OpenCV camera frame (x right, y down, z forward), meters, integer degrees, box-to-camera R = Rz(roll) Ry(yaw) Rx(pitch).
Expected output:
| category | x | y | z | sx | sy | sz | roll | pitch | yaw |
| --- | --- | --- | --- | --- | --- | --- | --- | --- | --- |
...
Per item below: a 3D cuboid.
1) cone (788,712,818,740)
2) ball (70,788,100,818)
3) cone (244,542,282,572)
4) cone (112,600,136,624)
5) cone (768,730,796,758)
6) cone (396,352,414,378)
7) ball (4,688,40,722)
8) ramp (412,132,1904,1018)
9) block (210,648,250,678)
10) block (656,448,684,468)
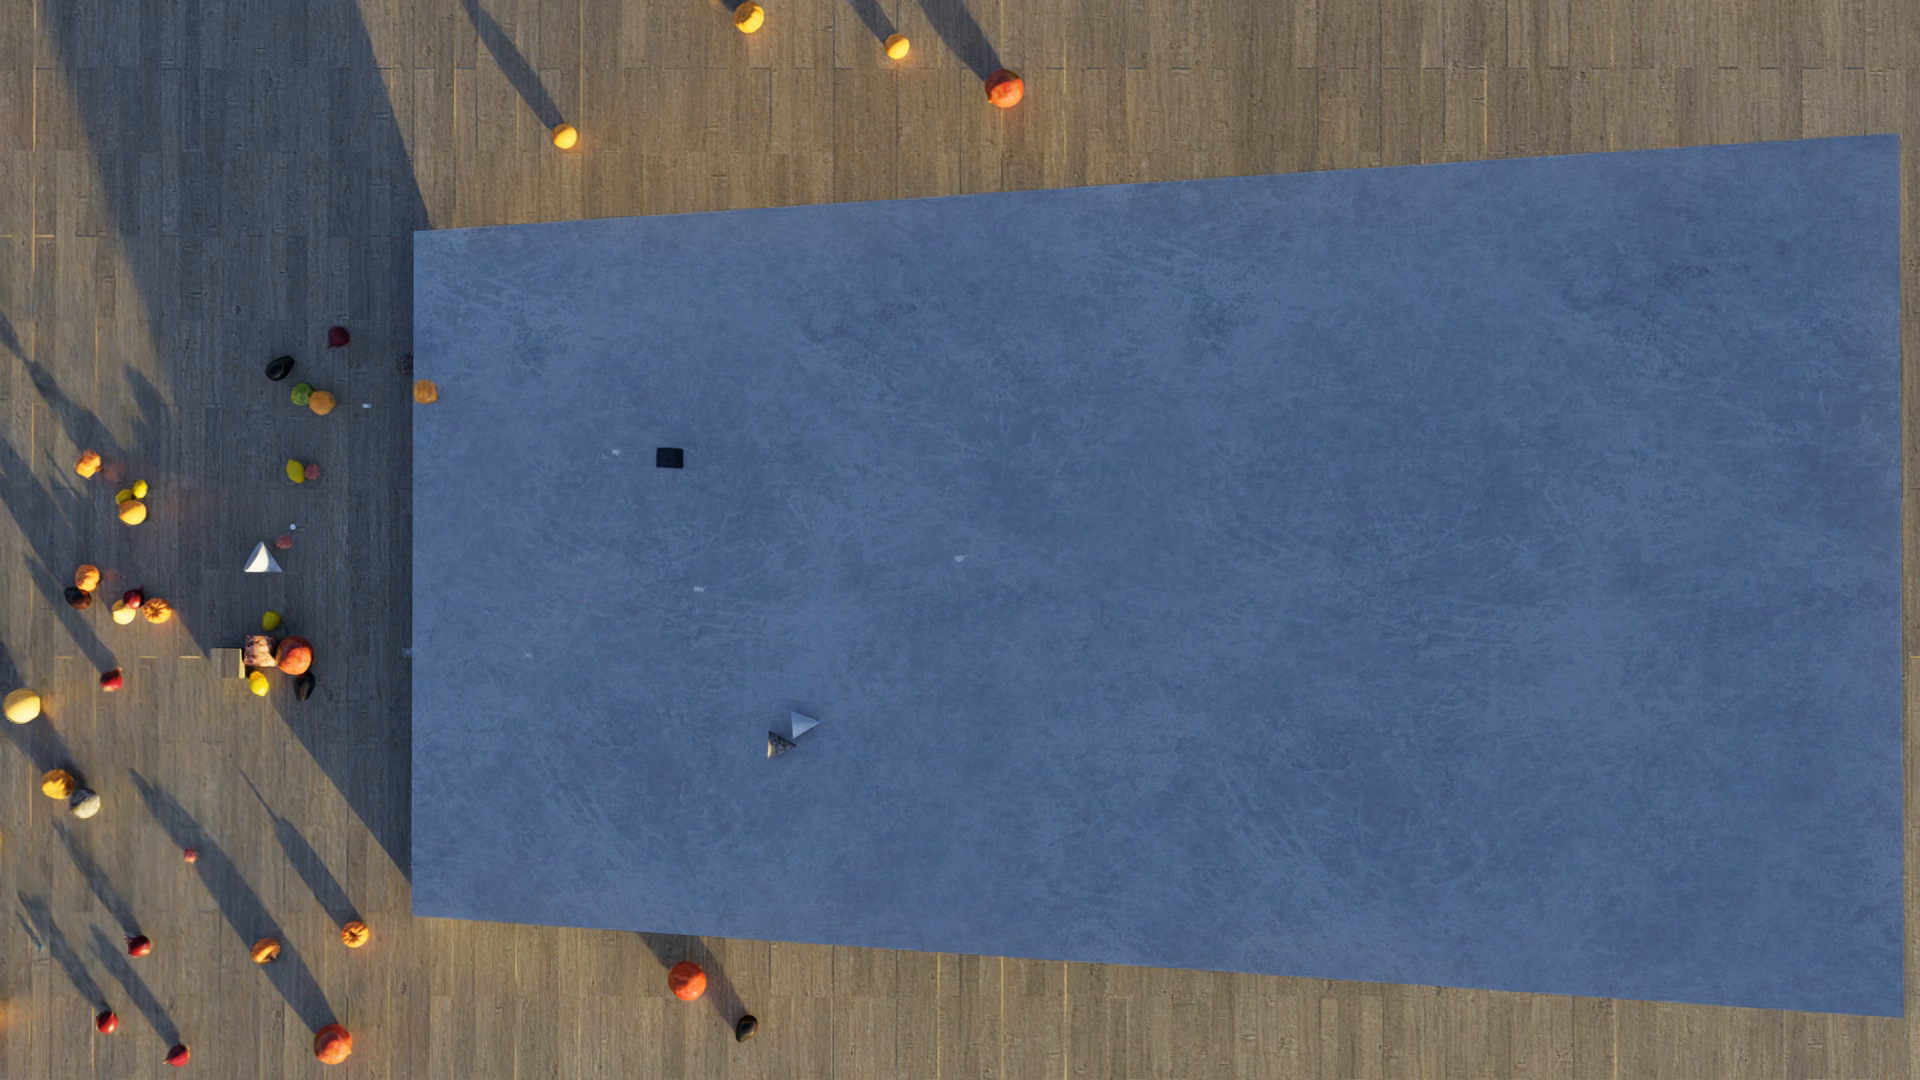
| category | x | y | z | sx | sy | sz | roll | pitch | yaw |
| --- | --- | --- | --- | --- | --- | --- | --- | --- | --- |
| cone | -0.415 | 0.495 | 5.937 | 0.078 | 0.078 | 0.078 | -11 | 89 | -15 |
| ball | -2.573 | 0.773 | 6.465 | 0.085 | 0.085 | 0.085 | 0 | 89 | 0 |
| cone | -2.042 | 0.073 | 6.495 | 0.100 | 0.100 | 0.100 | 33 | 89 | -26 |
| cone | -2.480 | 0.212 | 6.479 | 0.072 | 0.072 | 0.072 | 0 | 89 | 0 |
| cone | -0.480 | 0.557 | 5.962 | 0.079 | 0.079 | 0.079 | 3 | 89 | -5 |
| cone | -1.638 | -0.520 | 6.487 | 0.074 | 0.074 | 0.074 | 0 | 89 | 0 |
| ball | -2.756 | 0.486 | 6.462 | 0.098 | 0.098 | 0.098 | 0 | 89 | 0 |
| ramp | 0.282 | 0.087 | 5.742 | 4.000 | 0.100 | 2.000 | 0 | 89 | 21 |
| block | -2.148 | 0.361 | 6.470 | 0.086 | 0.086 | 0.086 | 1 | 89 | 0 |
| block | -0.803 | -0.226 | 6.087 | 0.054 | 0.054 | 0.054 | 1 | 90 | 21 |
